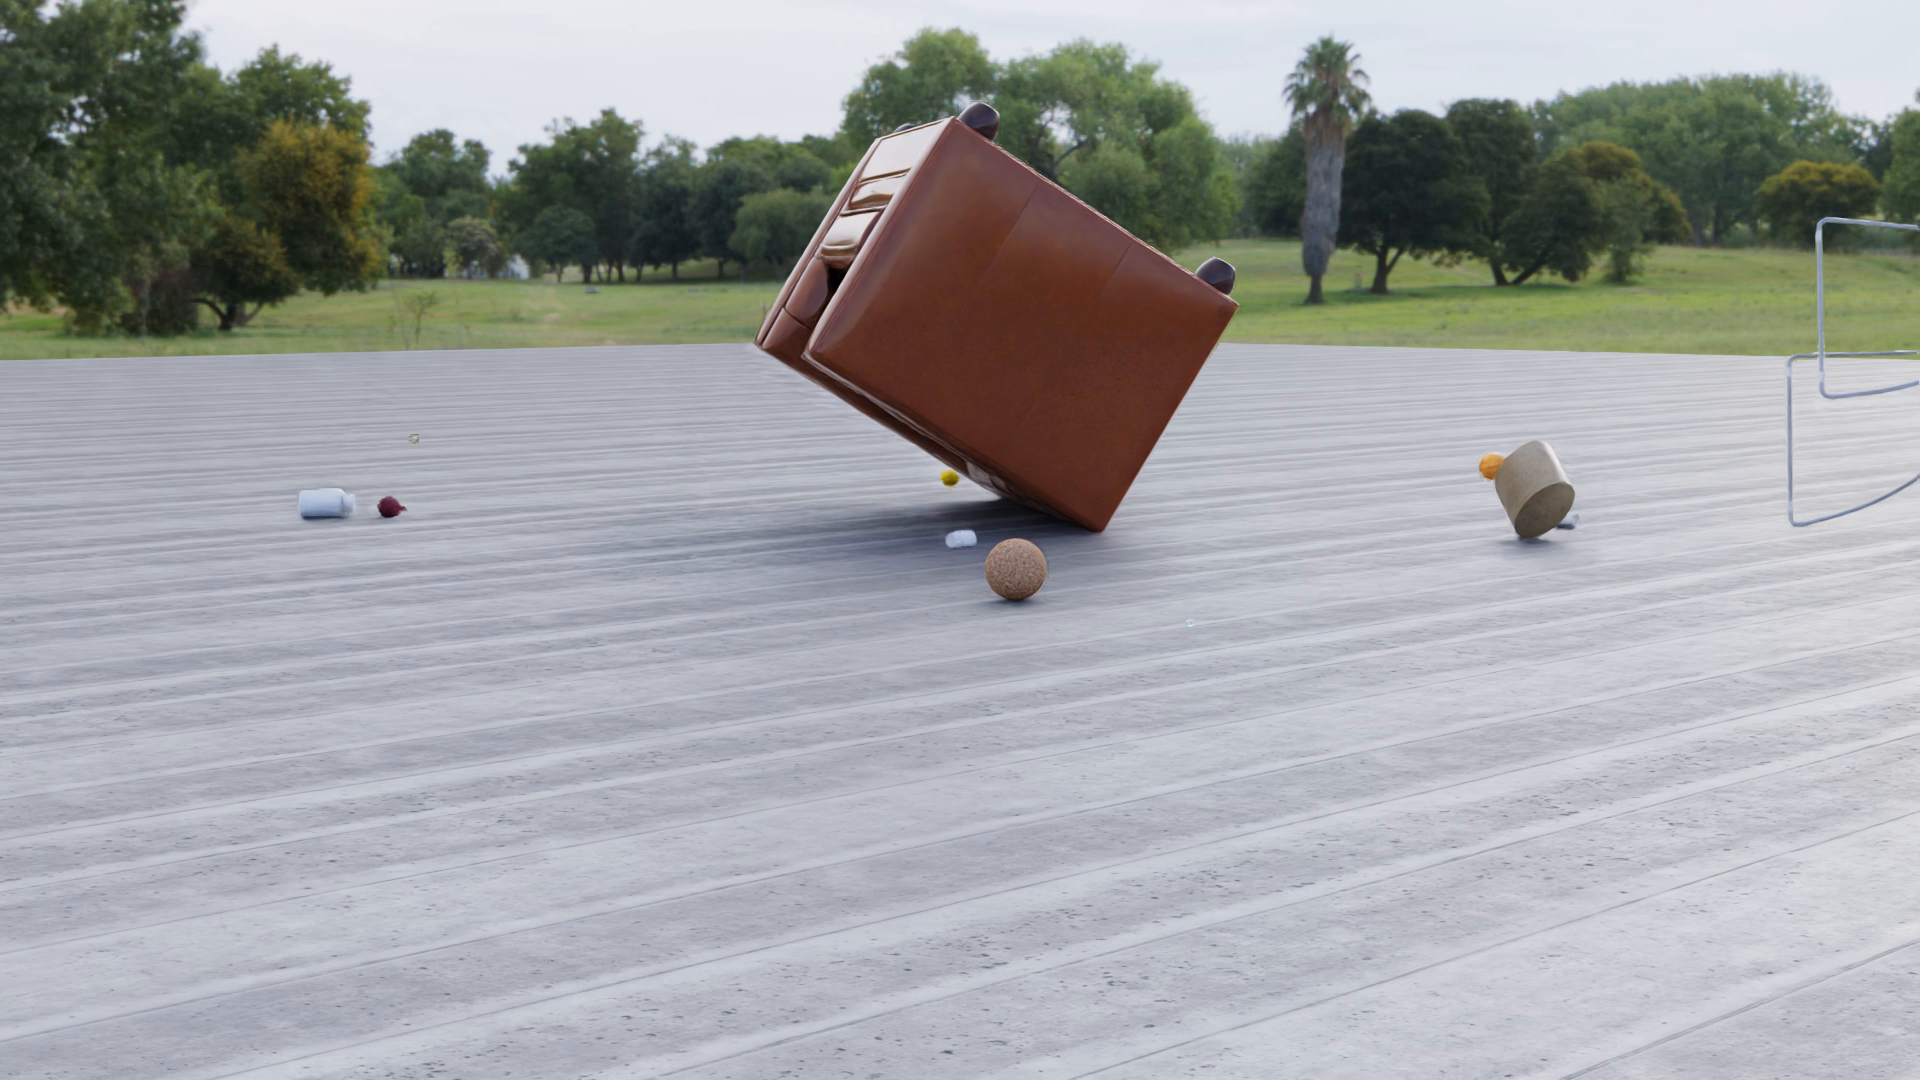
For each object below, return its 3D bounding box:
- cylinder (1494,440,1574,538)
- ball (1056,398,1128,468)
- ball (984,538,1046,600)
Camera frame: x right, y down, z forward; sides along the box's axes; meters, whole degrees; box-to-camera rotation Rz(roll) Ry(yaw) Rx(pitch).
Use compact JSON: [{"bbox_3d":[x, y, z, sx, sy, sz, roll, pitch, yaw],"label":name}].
[{"bbox_3d":[1.438,-0.126,6.425,0.143,0.205,0.144,0,48,-20],"label":"cylinder"},{"bbox_3d":[0.450,-0.365,8.770,0.242,0.242,0.242,0,6,0],"label":"ball"},{"bbox_3d":[0.113,0.060,5.219,0.126,0.126,0.126,0,6,0],"label":"ball"}]
